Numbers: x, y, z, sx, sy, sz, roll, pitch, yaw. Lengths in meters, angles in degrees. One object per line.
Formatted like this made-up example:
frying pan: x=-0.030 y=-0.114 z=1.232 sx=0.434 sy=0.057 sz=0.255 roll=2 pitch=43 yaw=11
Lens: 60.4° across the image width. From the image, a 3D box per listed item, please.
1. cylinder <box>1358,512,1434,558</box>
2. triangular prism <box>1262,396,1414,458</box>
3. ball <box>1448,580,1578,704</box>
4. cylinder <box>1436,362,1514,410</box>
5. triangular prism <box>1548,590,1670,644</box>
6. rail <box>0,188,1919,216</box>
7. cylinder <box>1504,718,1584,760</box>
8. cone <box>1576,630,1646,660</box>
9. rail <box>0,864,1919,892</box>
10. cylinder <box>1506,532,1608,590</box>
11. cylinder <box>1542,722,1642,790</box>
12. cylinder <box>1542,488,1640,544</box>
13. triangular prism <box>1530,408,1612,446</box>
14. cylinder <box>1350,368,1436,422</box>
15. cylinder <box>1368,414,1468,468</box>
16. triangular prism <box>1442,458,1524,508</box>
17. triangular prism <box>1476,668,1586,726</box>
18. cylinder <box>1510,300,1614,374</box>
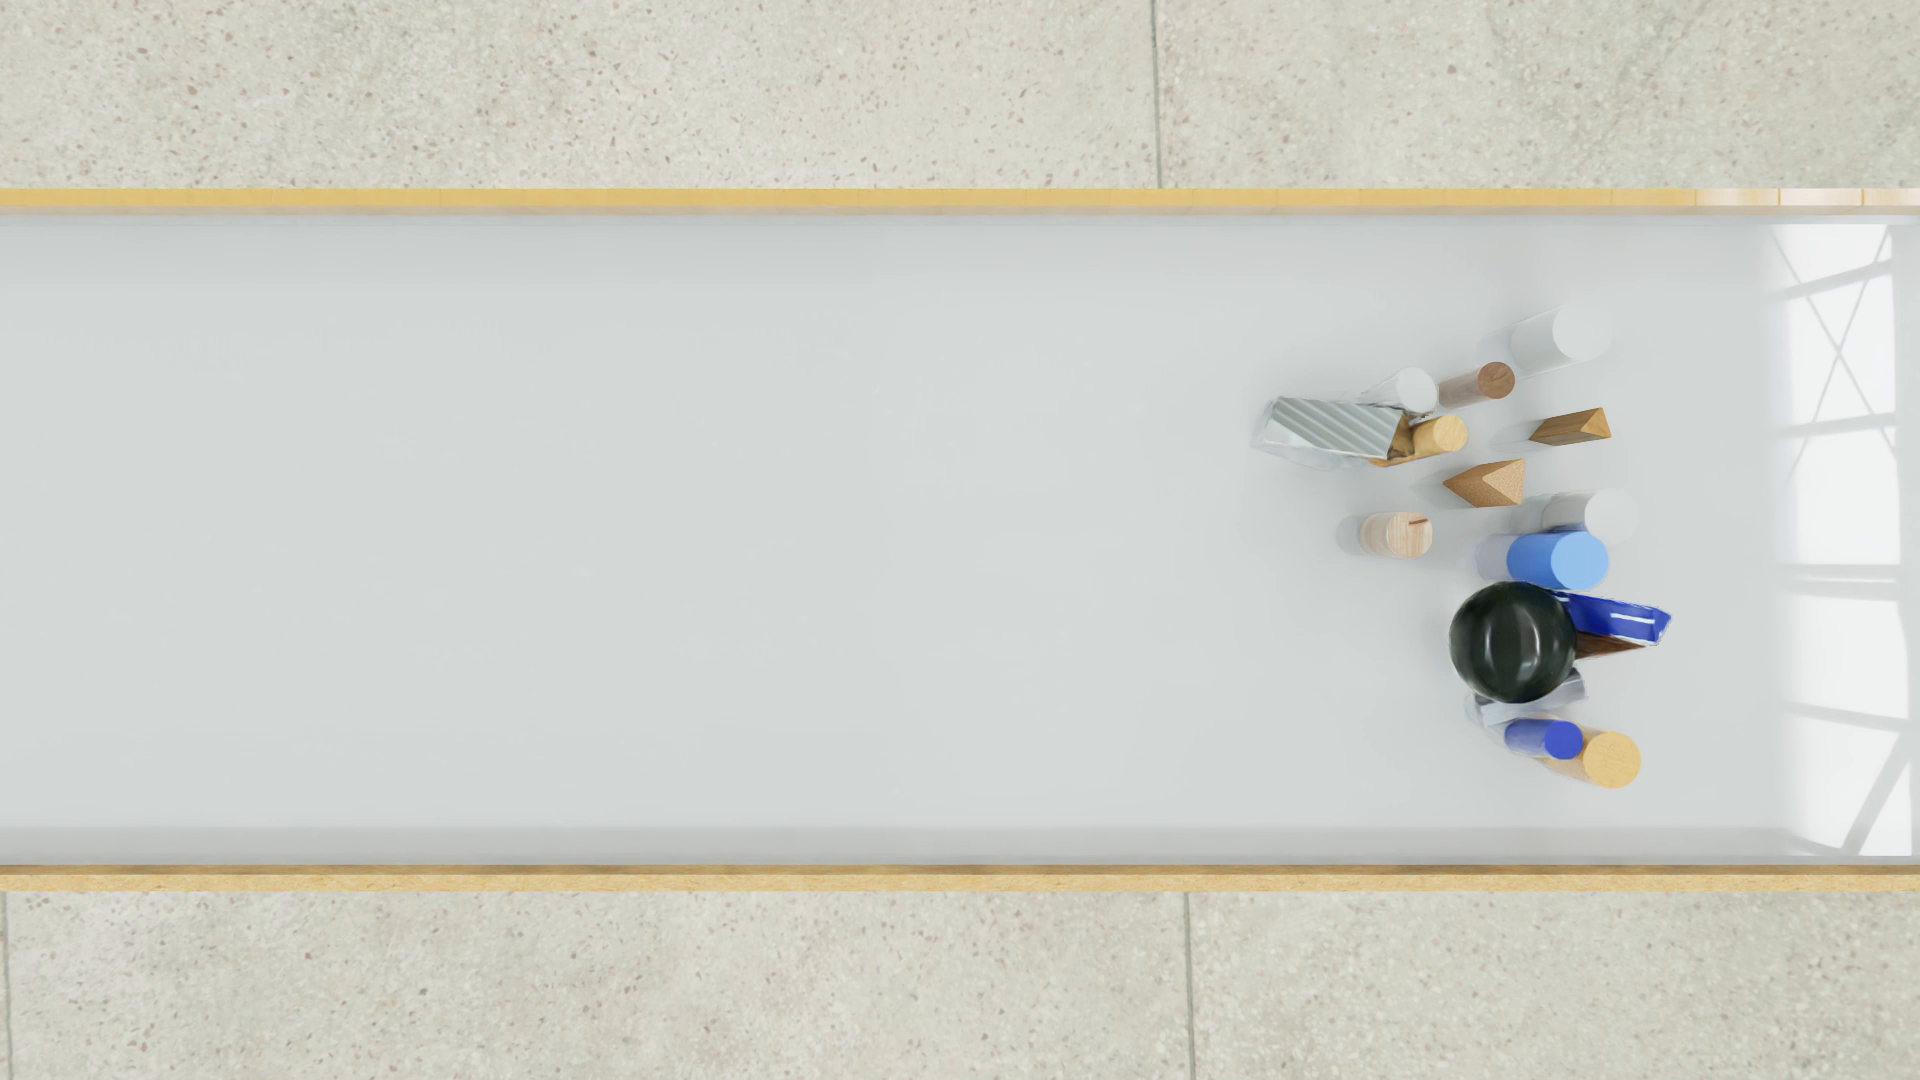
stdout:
cylinder: x=1.295 y=-0.016 z=4.911 sx=0.135 sy=0.331 sz=0.135 roll=0 pitch=90 yaw=0
triangular prism: x=1.101 y=-0.304 z=4.854 sx=0.135 sy=0.425 sz=0.156 roll=-43 pitch=126 yaw=-30
ball: x=1.632 y=0.302 z=4.878 sx=0.364 sy=0.364 sz=0.364 roll=0 pitch=90 yaw=0
cylinder: x=1.520 y=-0.453 z=4.876 sx=0.107 sy=0.400 sz=0.107 roll=0 pitch=90 yaw=0
triangular prism: x=1.893 y=0.208 z=4.896 sx=0.095 sy=0.398 sz=0.110 roll=-20 pitch=110 yaw=-37
rail: x=-2.247 y=-1.025 z=5.002 sx=12.000 sy=0.150 sz=0.050 roll=0 pitch=90 yaw=0
cylinder: x=1.727 y=0.588 z=4.890 sx=0.113 sy=0.364 sz=0.113 roll=0 pitch=85 yaw=1
cone: x=1.891 y=0.309 z=4.883 sx=0.135 sy=0.364 sz=0.135 roll=1 pitch=88 yaw=-24
rail: x=-2.247 y=1.025 z=5.001 sx=12.000 sy=0.150 sz=0.050 roll=0 pitch=90 yaw=0
cylinder: x=1.769 y=0.061 z=4.899 sx=0.167 sy=0.351 sz=0.167 roll=0 pitch=90 yaw=-2
cylinder: x=1.859 y=0.633 z=4.877 sx=0.163 sy=0.392 sz=0.163 roll=0 pitch=88 yaw=2
cylinder: x=1.876 y=-0.066 z=4.915 sx=0.161 sy=0.320 sz=0.161 roll=0 pitch=89 yaw=-1
triangular prism: x=1.802 y=-0.337 z=4.865 sx=0.089 sy=0.424 sz=0.077 roll=12 pitch=90 yaw=0
cylinder: x=1.247 y=-0.381 z=4.888 sx=0.138 sy=0.352 sz=0.138 roll=7 pitch=72 yaw=-20
cylinder: x=1.341 y=-0.288 z=4.862 sx=0.105 sy=0.416 sz=0.105 roll=1 pitch=86 yaw=-12
triangular prism: x=1.572 y=-0.184 z=4.883 sx=0.131 sy=0.386 sz=0.114 roll=35 pitch=90 yaw=0
triangular prism: x=1.722 y=0.468 z=4.978 sx=0.306 sy=0.086 sz=0.099 roll=-18 pitch=73 yaw=13
cylinder: x=1.780 y=-0.600 z=4.895 sx=0.174 sy=0.363 sz=0.174 roll=0 pitch=90 yaw=0
